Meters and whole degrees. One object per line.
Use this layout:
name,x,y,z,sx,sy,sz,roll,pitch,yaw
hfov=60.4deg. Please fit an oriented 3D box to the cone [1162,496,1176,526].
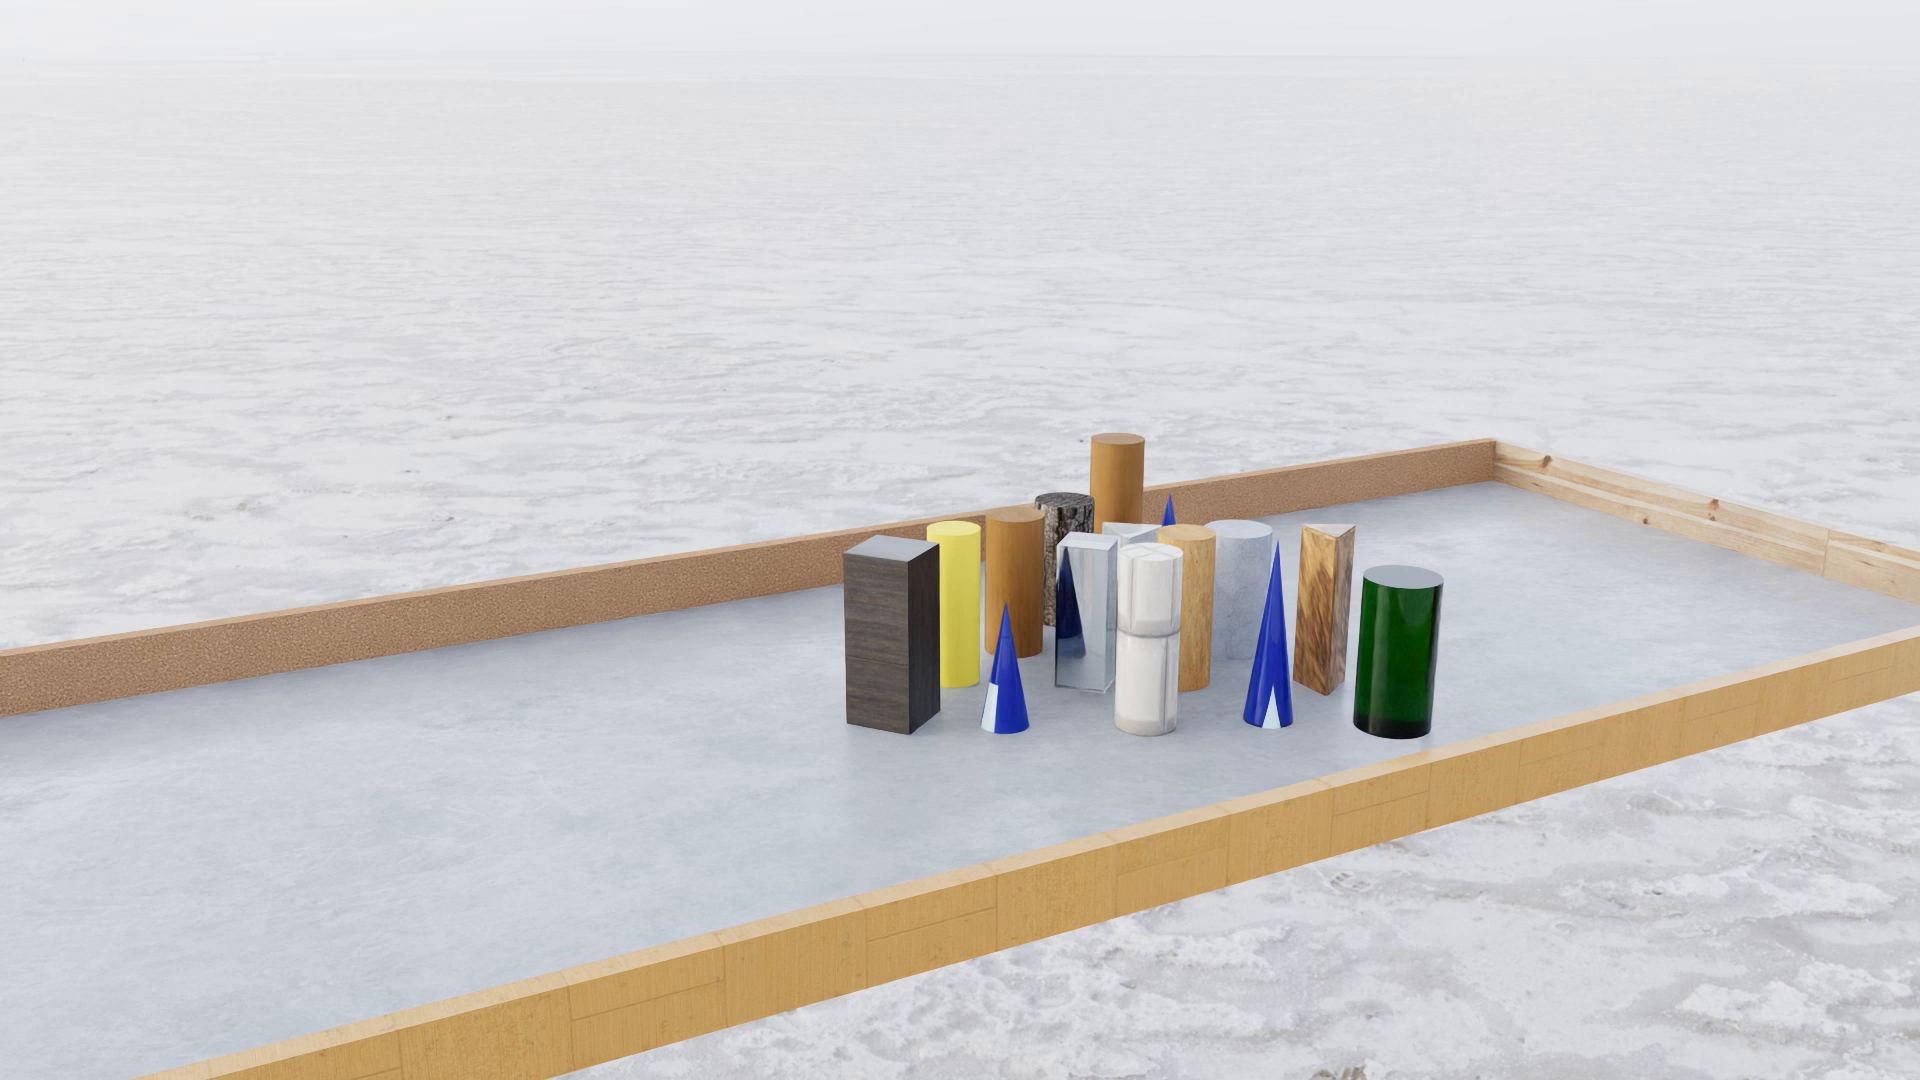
cone,0.580,0.037,4.600,0.154,0.354,0.154,0,16,0

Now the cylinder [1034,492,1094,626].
cylinder,0.287,0.053,4.566,0.164,0.342,0.164,0,16,0

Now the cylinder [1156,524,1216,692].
cylinder,0.555,0.168,4.094,0.144,0.389,0.144,0,16,0

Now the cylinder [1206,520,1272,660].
cylinder,0.722,0.129,4.328,0.176,0.331,0.176,0,16,0

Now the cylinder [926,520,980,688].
cylinder,-0.015,0.160,4.112,0.132,0.394,0.132,0,16,0

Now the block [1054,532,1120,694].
block,0.316,0.179,4.091,0.127,0.370,0.127,5,17,18

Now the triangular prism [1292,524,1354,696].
triangular prism,0.886,0.164,4.074,0.111,0.407,0.128,10,19,30

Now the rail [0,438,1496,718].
rail,-3.305,0.497,3.399,12.000,0.150,0.050,-9,18,-27

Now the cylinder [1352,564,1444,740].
cylinder,1.015,0.259,3.828,0.180,0.365,0.180,0,16,0

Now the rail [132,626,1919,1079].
rail,-2.336,1.006,1.665,12.000,0.150,0.050,-9,18,-27

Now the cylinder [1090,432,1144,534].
cylinder,0.454,-0.075,4.809,0.155,0.452,0.155,0,16,0

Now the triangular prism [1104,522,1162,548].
triangular prism,0.431,0.119,4.382,0.135,0.320,0.155,14,21,39

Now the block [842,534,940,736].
block,-0.157,0.220,3.862,0.165,0.420,0.165,8,18,24

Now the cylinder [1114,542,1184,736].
cylinder,0.436,0.231,3.817,0.145,0.425,0.145,0,16,0

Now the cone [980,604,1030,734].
cone,0.105,0.286,3.836,0.116,0.308,0.116,0,16,0

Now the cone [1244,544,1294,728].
cone,0.731,0.210,3.849,0.118,0.447,0.118,0,16,0

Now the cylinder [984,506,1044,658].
cylinder,0.143,0.110,4.326,0.154,0.369,0.154,0,16,0

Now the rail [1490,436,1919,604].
rail,2.466,-0.048,5.253,0.050,0.150,2.100,-9,18,-27
